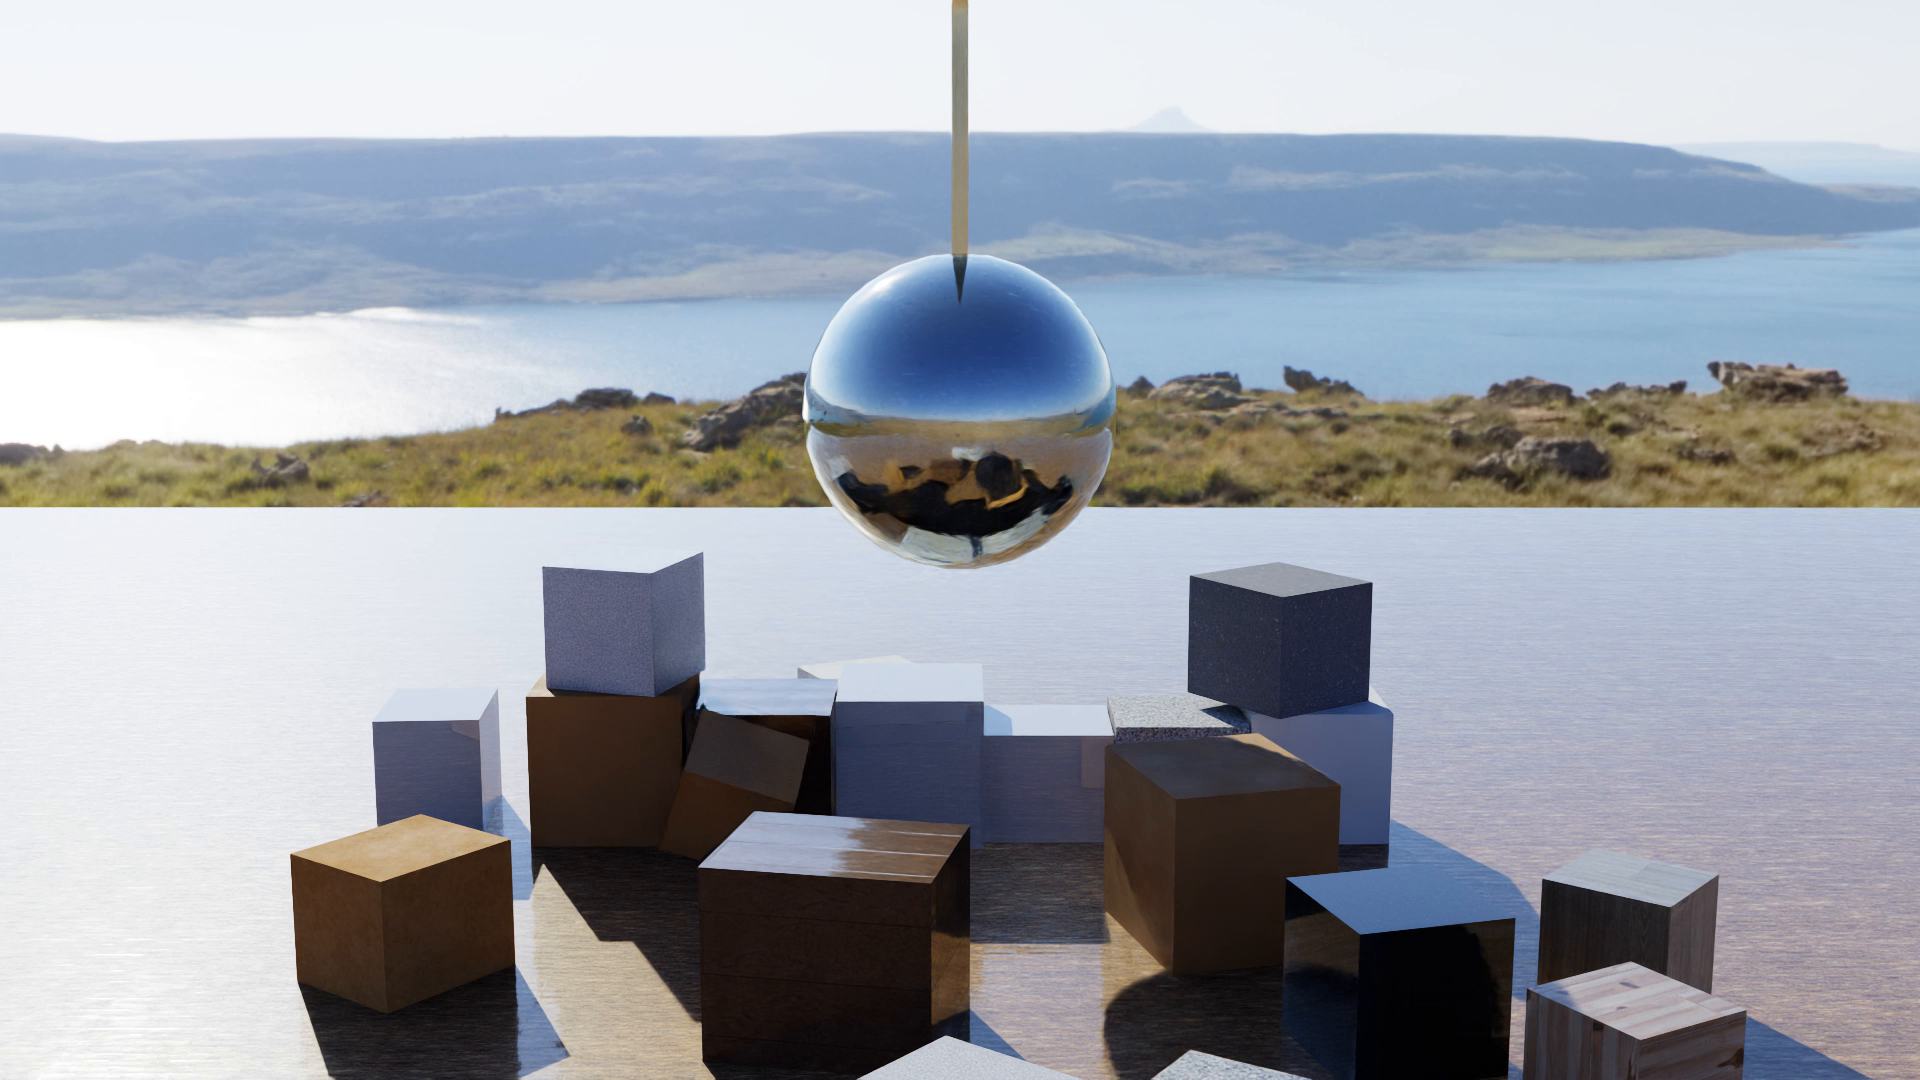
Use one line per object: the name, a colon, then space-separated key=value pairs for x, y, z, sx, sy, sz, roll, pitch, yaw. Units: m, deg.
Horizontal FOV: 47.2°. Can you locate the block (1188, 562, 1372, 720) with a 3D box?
block: x=1.639 y=0.503 z=11.297 sx=0.633 sy=0.619 sz=0.679 roll=-7 pitch=13 yaw=-35

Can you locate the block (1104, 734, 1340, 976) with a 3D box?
block: x=1.148 y=1.378 z=9.805 sx=0.756 sy=0.781 sz=0.874 roll=-3 pitch=11 yaw=-16

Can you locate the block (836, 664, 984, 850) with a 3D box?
block: x=-0.250 y=1.104 z=11.360 sx=0.734 sy=0.764 sz=0.800 roll=0 pitch=10 yaw=0

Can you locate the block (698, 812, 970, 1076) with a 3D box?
block: x=-0.477 y=1.581 z=8.679 sx=0.907 sy=0.784 sz=0.723 roll=2 pitch=11 yaw=12

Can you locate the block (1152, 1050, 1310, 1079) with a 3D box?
block: x=0.882 y=2.029 z=6.636 sx=0.752 sy=0.633 sz=0.642 roll=7 pitch=12 yaw=32

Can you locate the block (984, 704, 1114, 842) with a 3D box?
block: x=0.447 y=1.202 z=11.389 sx=0.652 sy=0.560 sz=0.605 roll=0 pitch=10 yaw=0

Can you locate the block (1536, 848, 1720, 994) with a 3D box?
block: x=2.746 y=1.640 z=9.049 sx=0.538 sy=0.535 sz=0.513 roll=8 pitch=13 yaw=39

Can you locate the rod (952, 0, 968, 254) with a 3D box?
rod: x=0.000 y=-3.984 z=10.499 sx=0.080 sy=5.200 sz=0.080 roll=0 pitch=11 yaw=0

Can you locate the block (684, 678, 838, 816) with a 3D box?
block: x=-1.009 y=1.141 z=11.391 sx=0.725 sy=0.679 sz=0.759 roll=0 pitch=10 yaw=0

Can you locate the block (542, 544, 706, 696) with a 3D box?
block: x=-1.710 y=0.403 z=11.251 sx=0.600 sy=0.627 sz=0.617 roll=3 pitch=11 yaw=18

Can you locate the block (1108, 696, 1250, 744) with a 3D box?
block: x=1.115 y=1.180 z=11.374 sx=0.669 sy=0.609 sz=0.638 roll=0 pitch=10 yaw=0

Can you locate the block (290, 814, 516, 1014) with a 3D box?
block: x=-2.362 y=1.572 z=9.349 sx=0.591 sy=0.562 sz=0.688 roll=8 pitch=13 yaw=36

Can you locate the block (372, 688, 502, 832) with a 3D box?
block: x=-2.739 y=1.152 z=11.565 sx=0.537 sy=0.596 sz=0.673 roll=-1 pitch=10 yaw=-4

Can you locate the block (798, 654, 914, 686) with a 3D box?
block: x=-0.495 y=1.024 z=12.303 sx=0.622 sy=0.582 sz=0.641 roll=-5 pitch=11 yaw=-26

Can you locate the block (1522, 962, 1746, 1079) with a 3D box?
block: x=2.374 y=1.874 z=7.776 sx=0.518 sy=0.531 sz=0.528 roll=-6 pitch=12 yaw=-30

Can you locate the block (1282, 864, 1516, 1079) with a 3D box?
block: x=1.687 y=1.687 z=8.531 sx=0.640 sy=0.629 sz=0.655 roll=-3 pitch=11 yaw=-16

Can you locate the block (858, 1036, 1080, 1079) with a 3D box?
block: x=-0.018 y=1.997 z=6.639 sx=0.584 sy=0.695 sz=0.642 roll=8 pitch=13 yaw=38

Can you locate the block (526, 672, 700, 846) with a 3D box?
block: x=-1.773 y=1.093 z=11.384 sx=0.776 sy=0.777 sz=0.763 roll=0 pitch=10 yaw=0

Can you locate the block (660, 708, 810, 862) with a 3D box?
block: x=-1.085 y=1.228 z=10.631 sx=0.545 sy=0.491 sz=0.509 roll=17 pitch=30 yaw=-5

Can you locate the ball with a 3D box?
ball: x=0.000 y=-0.649 z=11.161 sx=1.600 sy=1.600 sz=1.600 roll=0 pitch=10 yaw=0

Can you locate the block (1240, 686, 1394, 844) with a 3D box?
block: x=1.810 y=1.147 z=11.373 sx=0.710 sy=0.675 sz=0.654 roll=0 pitch=10 yaw=-1
